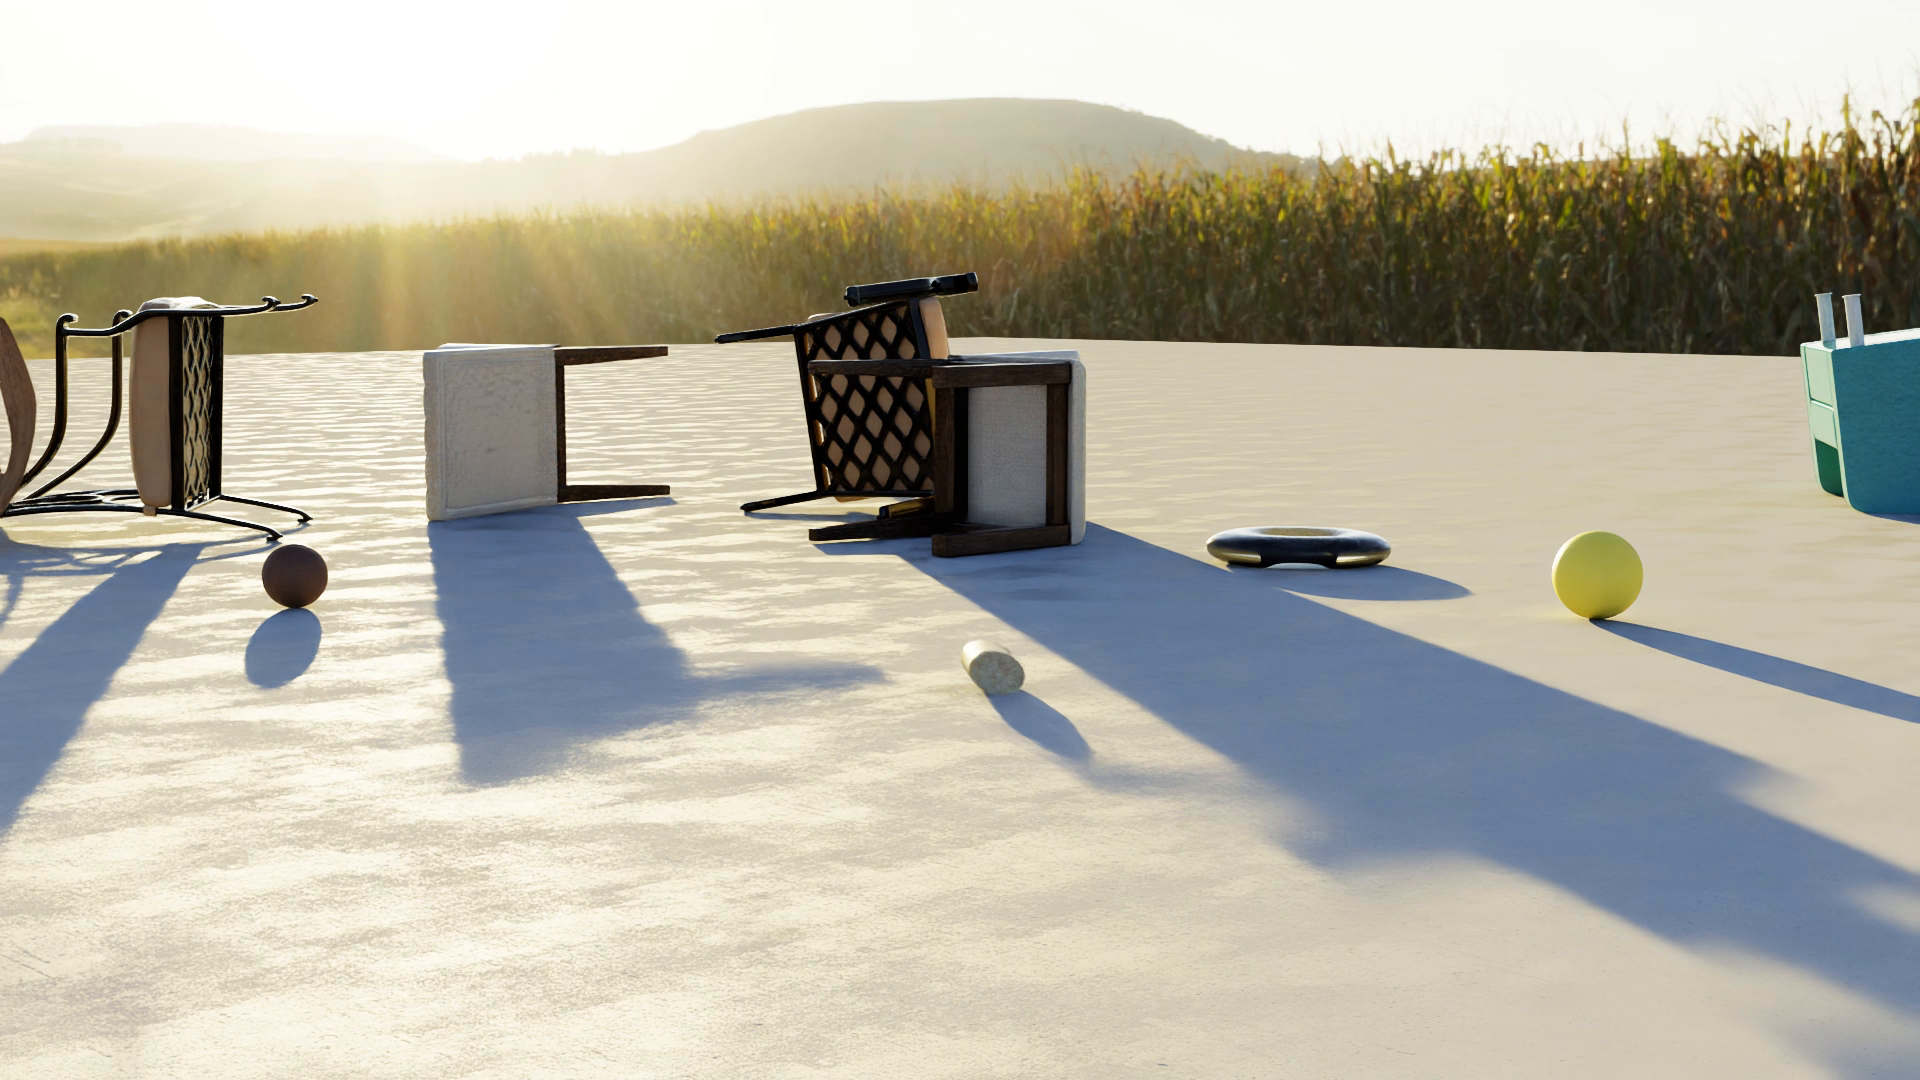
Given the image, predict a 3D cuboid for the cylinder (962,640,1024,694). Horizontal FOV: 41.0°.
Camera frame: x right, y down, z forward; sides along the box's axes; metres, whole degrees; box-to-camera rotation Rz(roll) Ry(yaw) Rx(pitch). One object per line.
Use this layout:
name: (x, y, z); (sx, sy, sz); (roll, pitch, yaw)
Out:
cylinder: (0.052, 0.203, 4.098); (0.091, 0.068, 0.125); (18, 4, -7)

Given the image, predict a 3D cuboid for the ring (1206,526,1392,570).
ring: (0.775, 0.018, 5.879); (0.423, 0.075, 0.309); (1, 7, 5)

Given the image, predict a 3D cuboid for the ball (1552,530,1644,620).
ball: (1.224, 0.067, 4.927); (0.171, 0.171, 0.171); (0, 6, 0)
